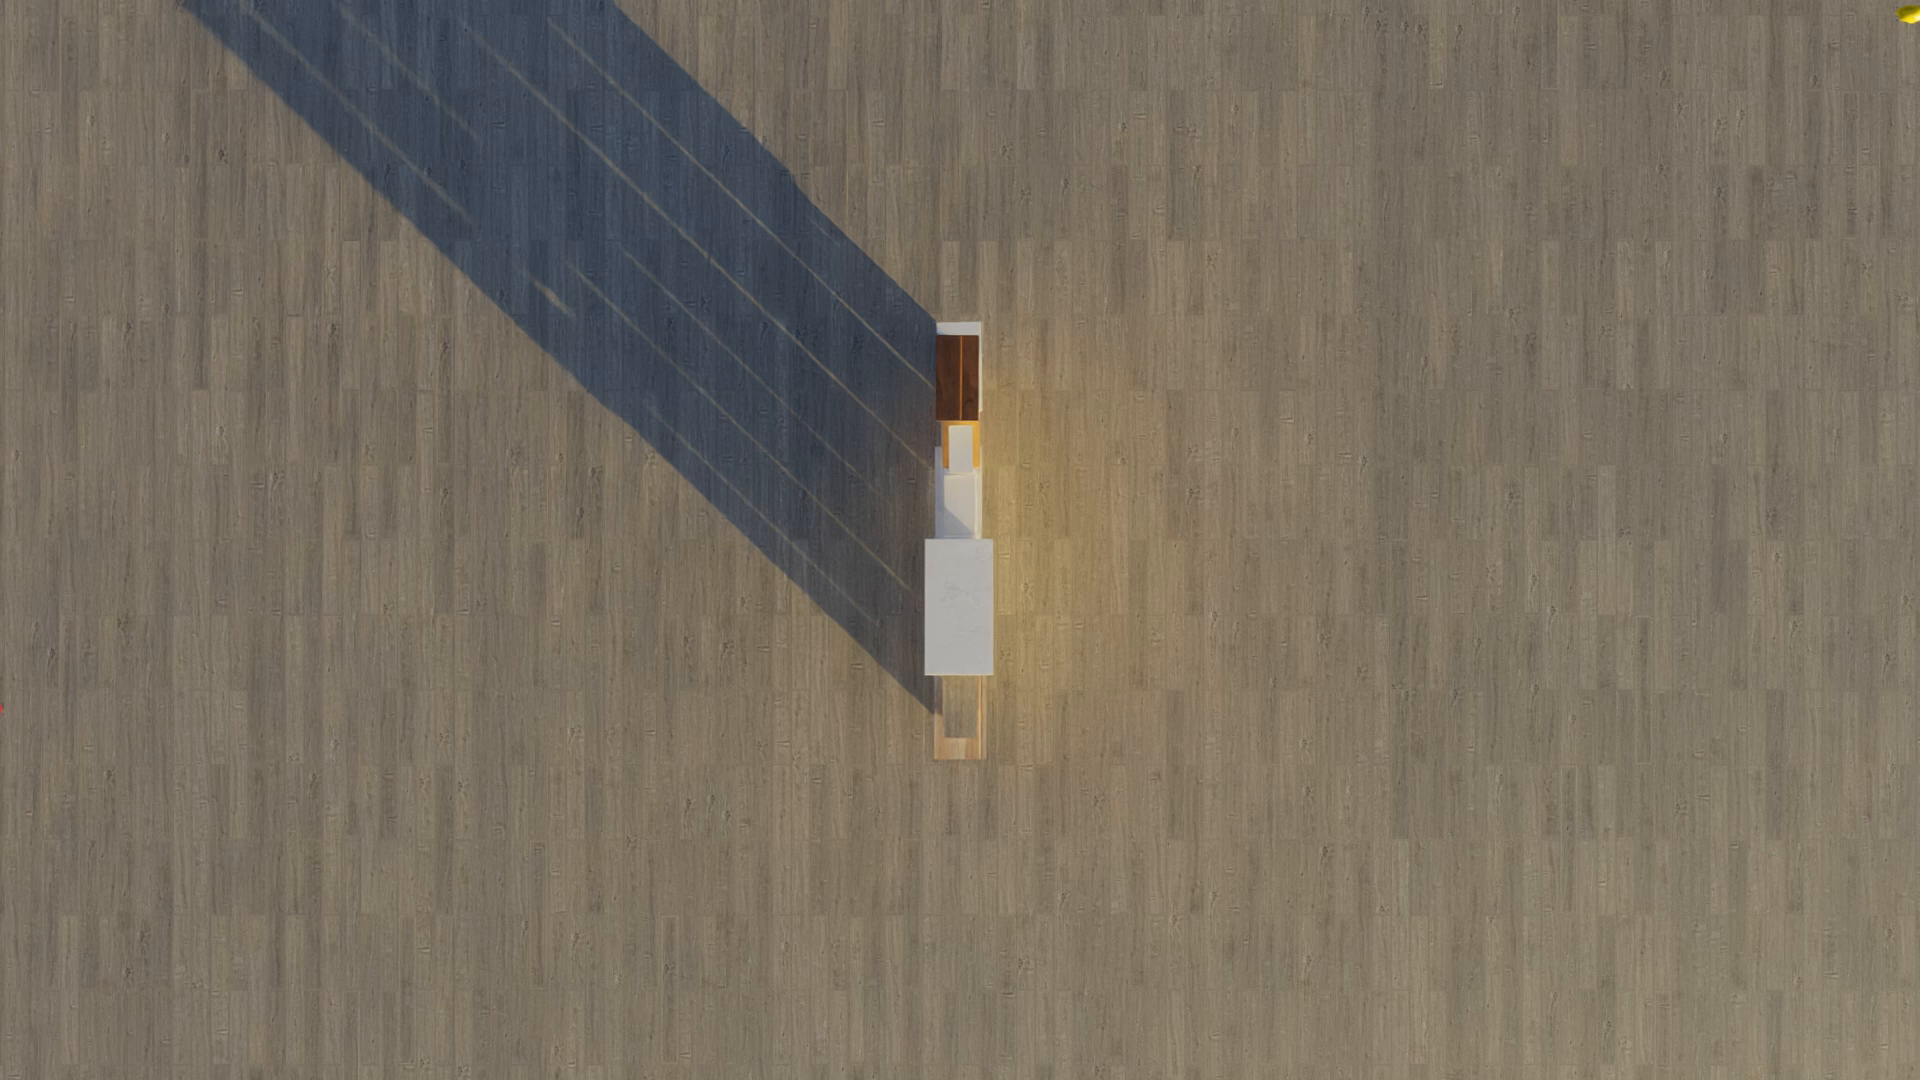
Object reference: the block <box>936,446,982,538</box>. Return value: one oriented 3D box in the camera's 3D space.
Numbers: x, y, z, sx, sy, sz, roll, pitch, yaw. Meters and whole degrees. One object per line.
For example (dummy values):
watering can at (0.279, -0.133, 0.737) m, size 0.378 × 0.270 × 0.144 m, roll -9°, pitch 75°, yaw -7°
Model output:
block at (-0.004, -0.146, 5.186) m, size 0.147 × 0.042 × 0.293 m, roll 0°, pitch 90°, yaw 0°

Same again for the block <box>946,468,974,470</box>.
block at (0.001, -0.180, 4.991) m, size 0.081 × 0.023 × 0.163 m, roll 0°, pitch 90°, yaw 0°

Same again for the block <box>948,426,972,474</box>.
block at (0.002, -0.249, 4.540) m, size 0.065 × 0.018 × 0.130 m, roll -1°, pitch 91°, yaw 0°

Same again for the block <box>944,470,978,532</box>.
block at (0.003, -0.112, 4.784) m, size 0.091 × 0.026 × 0.182 m, roll -1°, pitch 90°, yaw 0°

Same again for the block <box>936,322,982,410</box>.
block at (-0.002, -0.518, 4.940) m, size 0.131 × 0.037 × 0.263 m, roll -1°, pitch 90°, yaw 1°

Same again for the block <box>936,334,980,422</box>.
block at (-0.007, -0.435, 4.431) m, size 0.114 × 0.032 × 0.229 m, roll 0°, pitch 91°, yaw 0°

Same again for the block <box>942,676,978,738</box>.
block at (0.000, 0.451, 4.559) m, size 0.095 × 0.027 × 0.191 m, roll 0°, pitch 90°, yaw 0°

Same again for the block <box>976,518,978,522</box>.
block at (0.004, -0.052, 4.897) m, size 0.091 × 0.199 × 0.026 m, roll 0°, pitch 90°, yaw 0°

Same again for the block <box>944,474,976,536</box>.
block at (0.000, -0.096, 4.588) m, size 0.086 × 0.024 × 0.171 m, roll 0°, pitch 90°, yaw 0°

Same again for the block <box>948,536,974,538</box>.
block at (0.002, 0.061, 4.750) m, size 0.076 × 0.022 × 0.152 m, roll 0°, pitch 90°, yaw 0°

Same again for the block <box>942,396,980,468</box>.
block at (0.002, -0.313, 4.694) m, size 0.106 × 0.030 × 0.211 m, roll -1°, pitch 91°, yaw 0°

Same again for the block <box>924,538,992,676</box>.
block at (-0.003, 0.175, 4.337) m, size 0.178 × 0.050 × 0.356 m, roll 0°, pitch 90°, yaw 0°

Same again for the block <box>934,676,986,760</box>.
block at (0.001, 0.494, 4.901) m, size 0.154 × 0.044 × 0.308 m, roll 0°, pitch 90°, yaw 0°

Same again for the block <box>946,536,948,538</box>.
block at (-0.004, -0.020, 5.007) m, size 0.074 × 0.021 × 0.148 m, roll 0°, pitch 90°, yaw 0°

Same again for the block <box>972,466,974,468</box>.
block at (0.004, -0.206, 4.616) m, size 0.065 × 0.131 × 0.018 m, roll -1°, pitch 90°, yaw 0°
